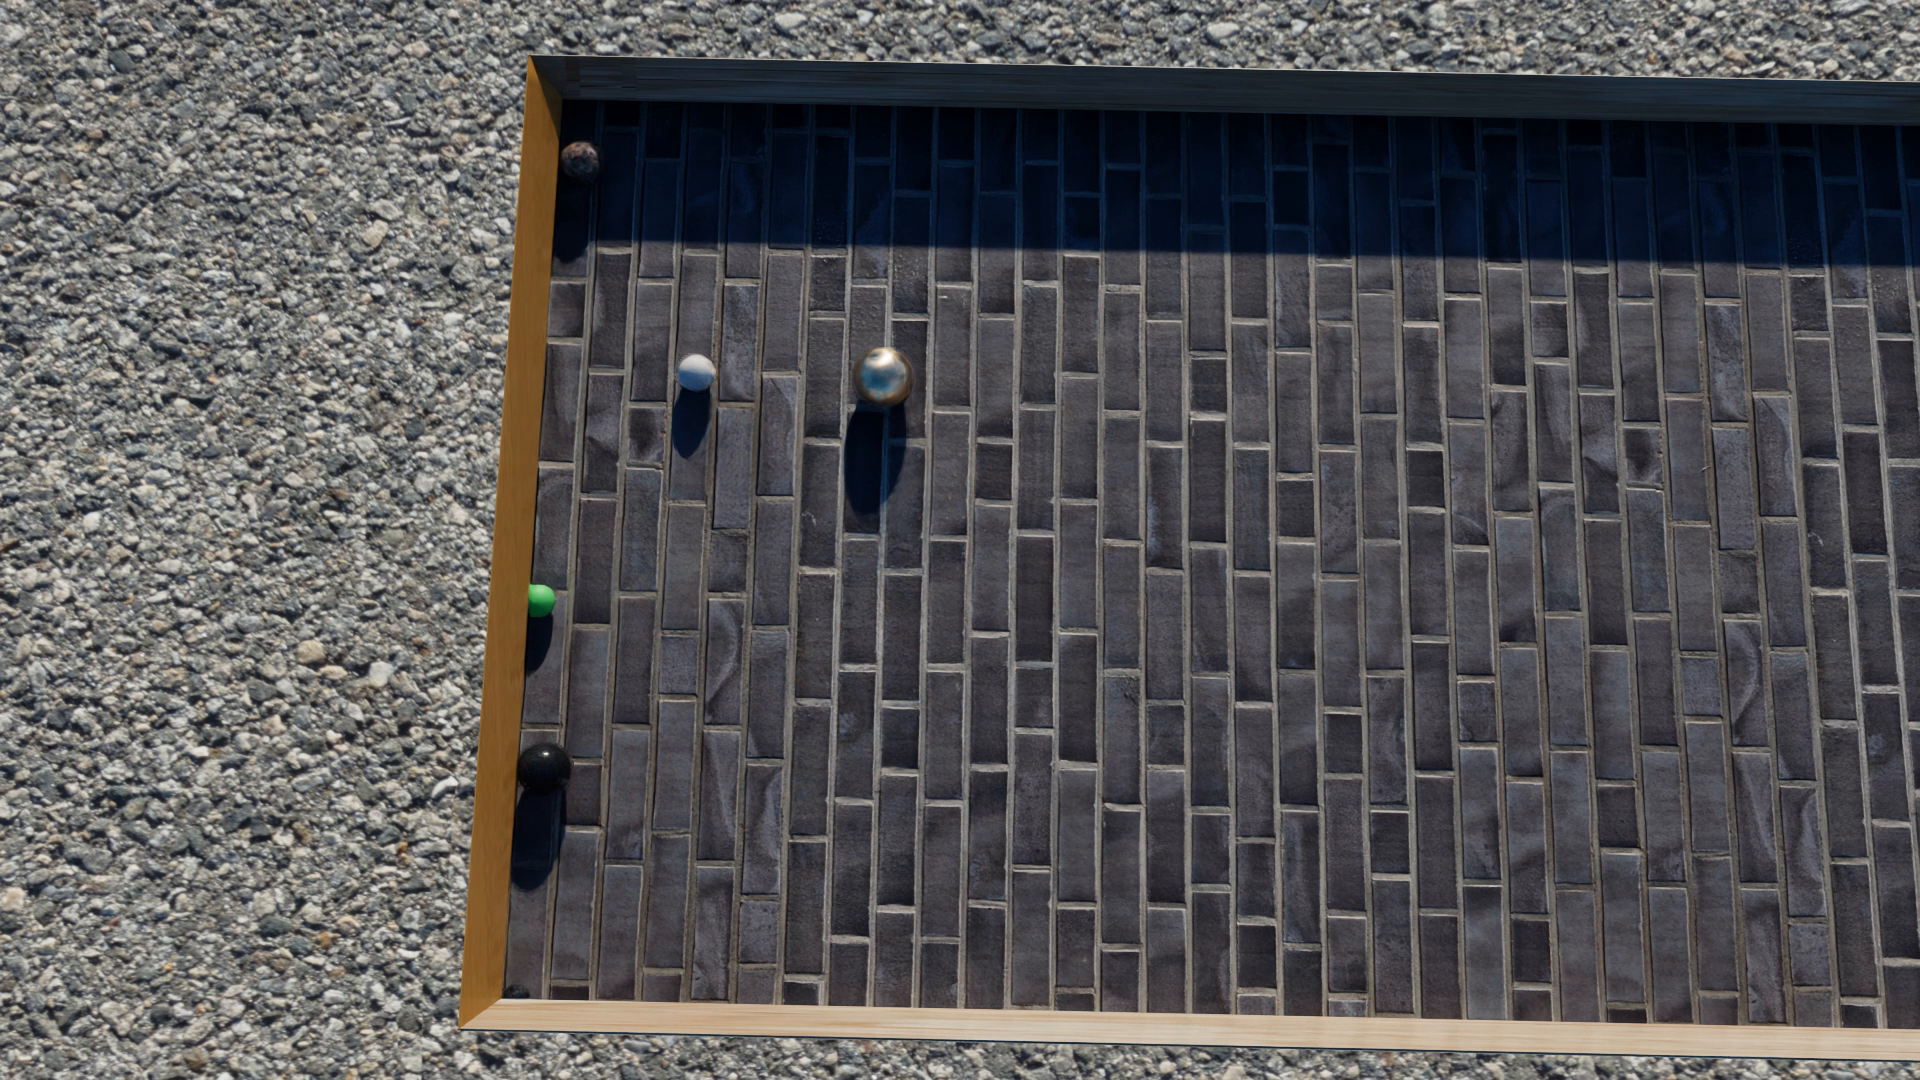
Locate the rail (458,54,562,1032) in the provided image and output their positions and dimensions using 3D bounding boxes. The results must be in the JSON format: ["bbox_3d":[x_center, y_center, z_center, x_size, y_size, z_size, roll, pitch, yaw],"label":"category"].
[{"bbox_3d":[-0.663,-0.020,3.301,0.045,0.121,1.480,1,77,0],"label":"rail"}]

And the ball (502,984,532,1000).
[{"bbox_3d":[-0.642,0.665,3.180,0.044,0.044,0.044,0,77,0],"label":"ball"}]

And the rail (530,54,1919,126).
[{"bbox_3d":[0.702,-0.689,3.460,2.746,0.121,0.045,1,77,0],"label":"rail"}]

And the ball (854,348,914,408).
[{"bbox_3d":[-0.116,-0.248,3.371,0.093,0.093,0.093,0,77,0],"label":"ball"}]

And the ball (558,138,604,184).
[{"bbox_3d":[-0.596,-0.597,3.464,0.072,0.072,0.072,0,77,0],"label":"ball"}]

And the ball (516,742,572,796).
[{"bbox_3d":[-0.612,0.338,3.238,0.080,0.080,0.080,0,77,0],"label":"ball"}]

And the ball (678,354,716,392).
[{"bbox_3d":[-0.406,-0.257,3.391,0.058,0.058,0.058,0,77,0],"label":"ball"}]

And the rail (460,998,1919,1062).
[{"bbox_3d":[0.671,0.704,3.129,2.746,0.121,0.045,1,77,0],"label":"rail"}]

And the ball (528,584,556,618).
[{"bbox_3d":[-0.635,0.091,3.312,0.051,0.051,0.051,0,77,0],"label":"ball"}]
